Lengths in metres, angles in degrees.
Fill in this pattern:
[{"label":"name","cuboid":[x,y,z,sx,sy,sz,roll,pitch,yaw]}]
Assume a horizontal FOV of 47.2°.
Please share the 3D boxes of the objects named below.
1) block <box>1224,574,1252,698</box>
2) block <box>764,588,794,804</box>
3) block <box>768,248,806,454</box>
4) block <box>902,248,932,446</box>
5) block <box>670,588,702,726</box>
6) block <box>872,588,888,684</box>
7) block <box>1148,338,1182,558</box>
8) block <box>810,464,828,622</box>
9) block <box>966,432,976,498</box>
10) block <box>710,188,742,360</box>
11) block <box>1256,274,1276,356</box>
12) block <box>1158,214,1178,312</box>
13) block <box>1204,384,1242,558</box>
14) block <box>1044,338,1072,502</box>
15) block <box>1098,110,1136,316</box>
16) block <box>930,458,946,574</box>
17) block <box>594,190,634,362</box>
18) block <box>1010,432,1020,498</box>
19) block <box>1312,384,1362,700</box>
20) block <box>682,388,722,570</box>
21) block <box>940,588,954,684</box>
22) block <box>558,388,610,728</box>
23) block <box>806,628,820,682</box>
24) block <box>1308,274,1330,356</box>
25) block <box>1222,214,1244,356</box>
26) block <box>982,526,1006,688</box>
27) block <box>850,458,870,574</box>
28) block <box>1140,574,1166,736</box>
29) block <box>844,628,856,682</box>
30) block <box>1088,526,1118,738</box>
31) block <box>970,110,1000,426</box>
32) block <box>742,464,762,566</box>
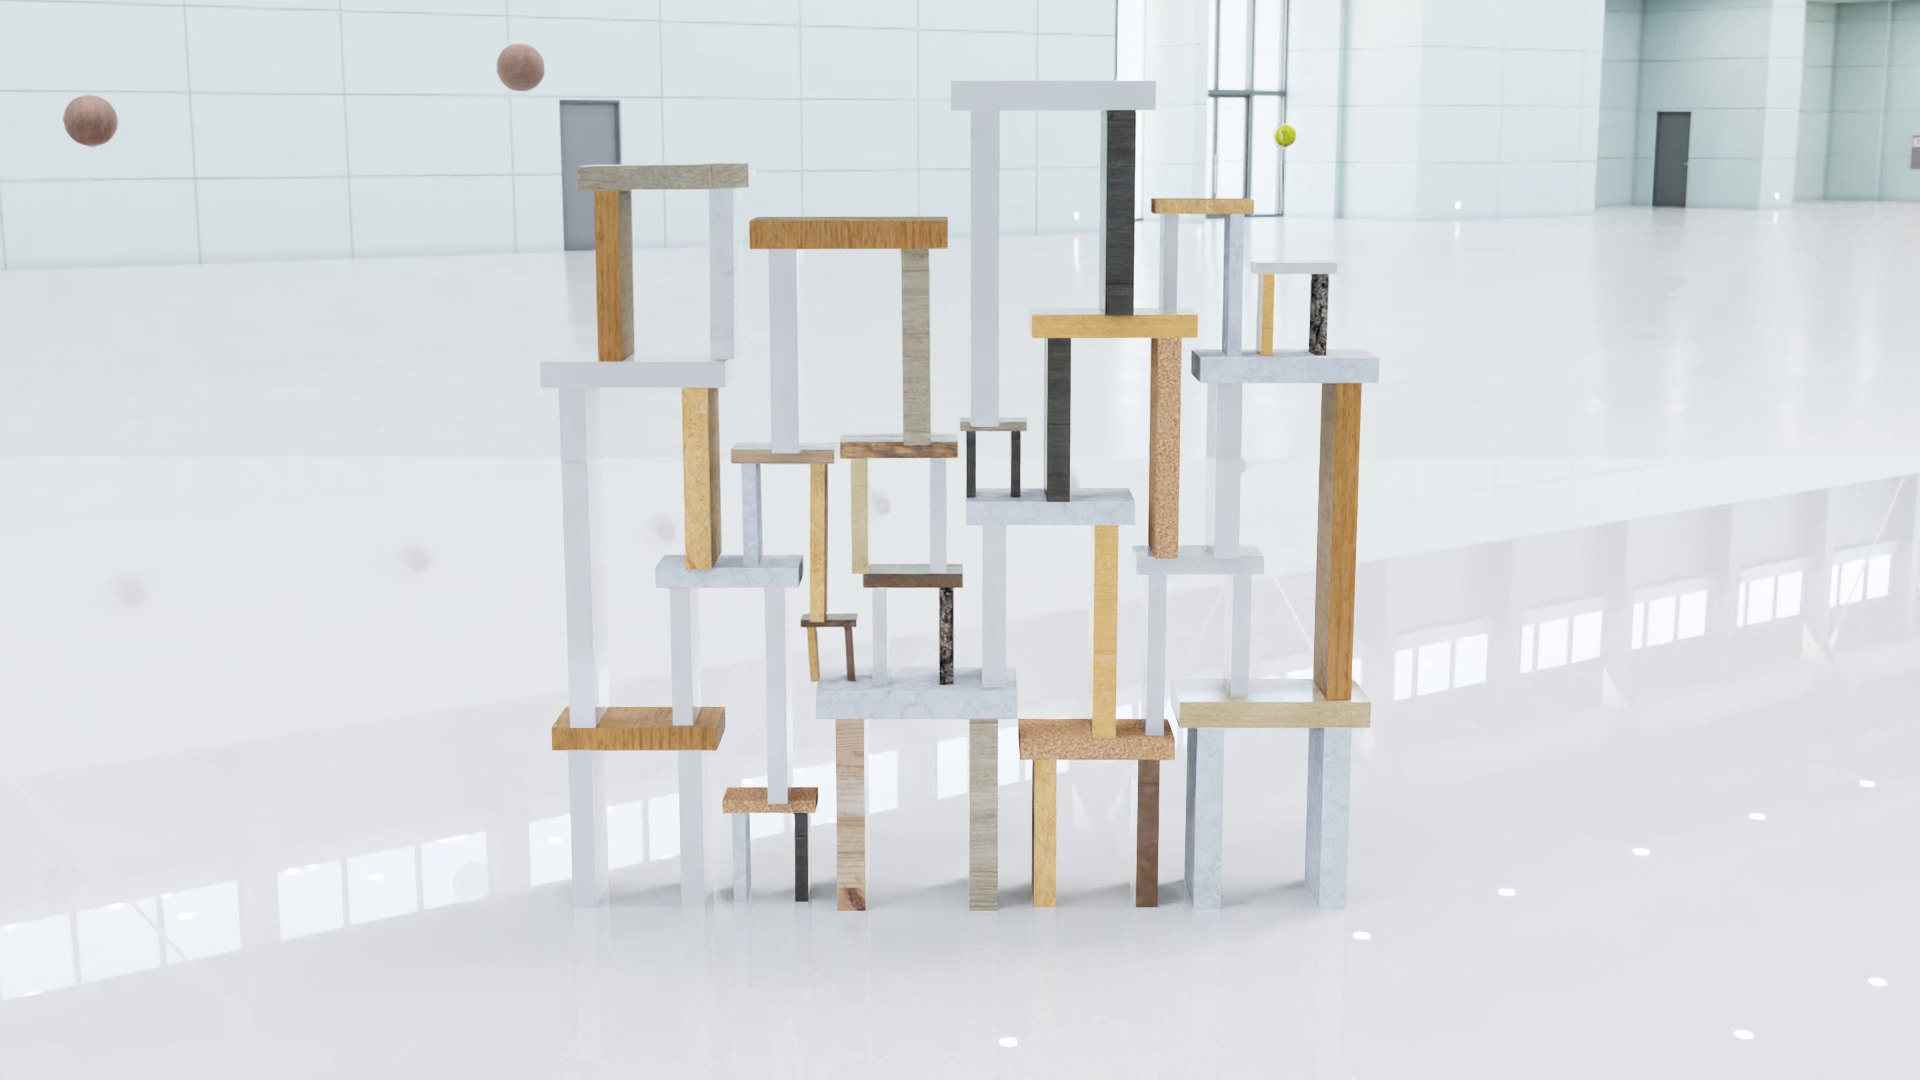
[{"label":"block","cuboid":[0.452,0.146,3.586,0.029,0.203,0.102,0,11,0]},{"label":"block","cuboid":[-0.296,0.243,3.604,0.032,0.359,0.114,0,11,0]},{"label":"block","cuboid":[-0.274,-0.307,3.498,0.043,0.318,0.153,0,11,0]},{"label":"block","cuboid":[-0.069,-0.313,3.498,0.043,0.305,0.153,0,11,0]},{"label":"block","cuboid":[-0.448,0.179,3.592,0.032,0.229,0.114,0,11,0]},{"label":"block","cuboid":[-0.129,0.148,3.586,0.023,0.161,0.081,0,11,0]},{"label":"block","cuboid":[0.328,-0.155,3.528,0.037,0.351,0.130,0,11,0]},{"label":"block","cuboid":[-0.229,-0.001,3.560,0.023,0.257,0.082,1,11,0]},{"label":"block","cuboid":[0.018,-0.125,3.538,0.015,0.107,0.054,0,11,0]},{"label":"block","cuboid":[-0.370,-0.422,3.481,0.037,0.264,0.132,1,9,0]},{"label":"block","cuboid":[0.485,-0.360,3.494,0.018,0.128,0.064,0,11,0]},{"label":"block","cuboid":[0.330,-0.439,3.477,0.022,0.154,0.077,0,11,0]},{"label":"block","cuboid":[0.423,-0.121,3.539,0.040,0.280,0.140,0,11,0]},{"label":"block","cuboid":[0.155,-0.200,3.520,0.037,0.259,0.130,0,11,0]},{"label":"block","cuboid":[0.247,-0.516,3.458,0.044,0.312,0.156,0,11,0]},{"label":"block","cuboid":[-0.035,-0.047,3.557,0.027,0.187,0.094,0,11,-1]},{"label":"block","cuboid":[-0.546,-0.421,3.483,0.037,0.264,0.132,0,11,0]},{"label":"block","cuboid":[0.089,-0.126,3.538,0.015,0.107,0.054,0,11,0]},{"label":"block","cuboid":[0.610,-0.007,3.561,0.040,0.512,0.140,0,11,0]},{"label":"block","cuboid":[-0.415,-0.109,3.542,0.041,0.290,0.145,0,11,1]},{"label":"block","cuboid":[-0.022,0.148,3.586,0.023,0.161,0.081,0,11,0]},{"label":"block","cuboid":[-0.608,0.019,3.568,0.041,0.551,0.145,0,11,0]},{"label":"block","cuboid":[-0.239,0.182,3.598,0.013,0.091,0.045,-3,11,1]},{"label":"block","cuboid":[0.570,-0.360,3.494,0.018,0.128,0.064,0,11,0]},{"label":"block","cuboid":[0.432,-0.406,3.485,0.022,0.222,0.077,0,11,0]},{"label":"block","cuboid":[0.054,0.096,3.579,0.038,0.267,0.134,0,11,0]},{"label":"block","cuboid":[-0.161,-0.046,3.554,0.027,0.187,0.094,0,11,0]},{"label":"block","cuboid":[0.316,0.177,3.592,0.029,0.268,0.102,0,11,0]},{"label":"block","cuboid":[-0.179,0.182,3.597,0.013,0.091,0.045,-3,11,0]},{"label":"block","cuboid":[0.233,0.136,3.587,0.038,0.351,0.134,0,11,0]},{"label":"block","cuboid":[0.038,-0.431,3.475,0.044,0.486,0.156,0,11,0]},{"label":"block","cuboid":[-0.336,-0.047,3.553,0.023,0.165,0.082,0,11,0]}]
